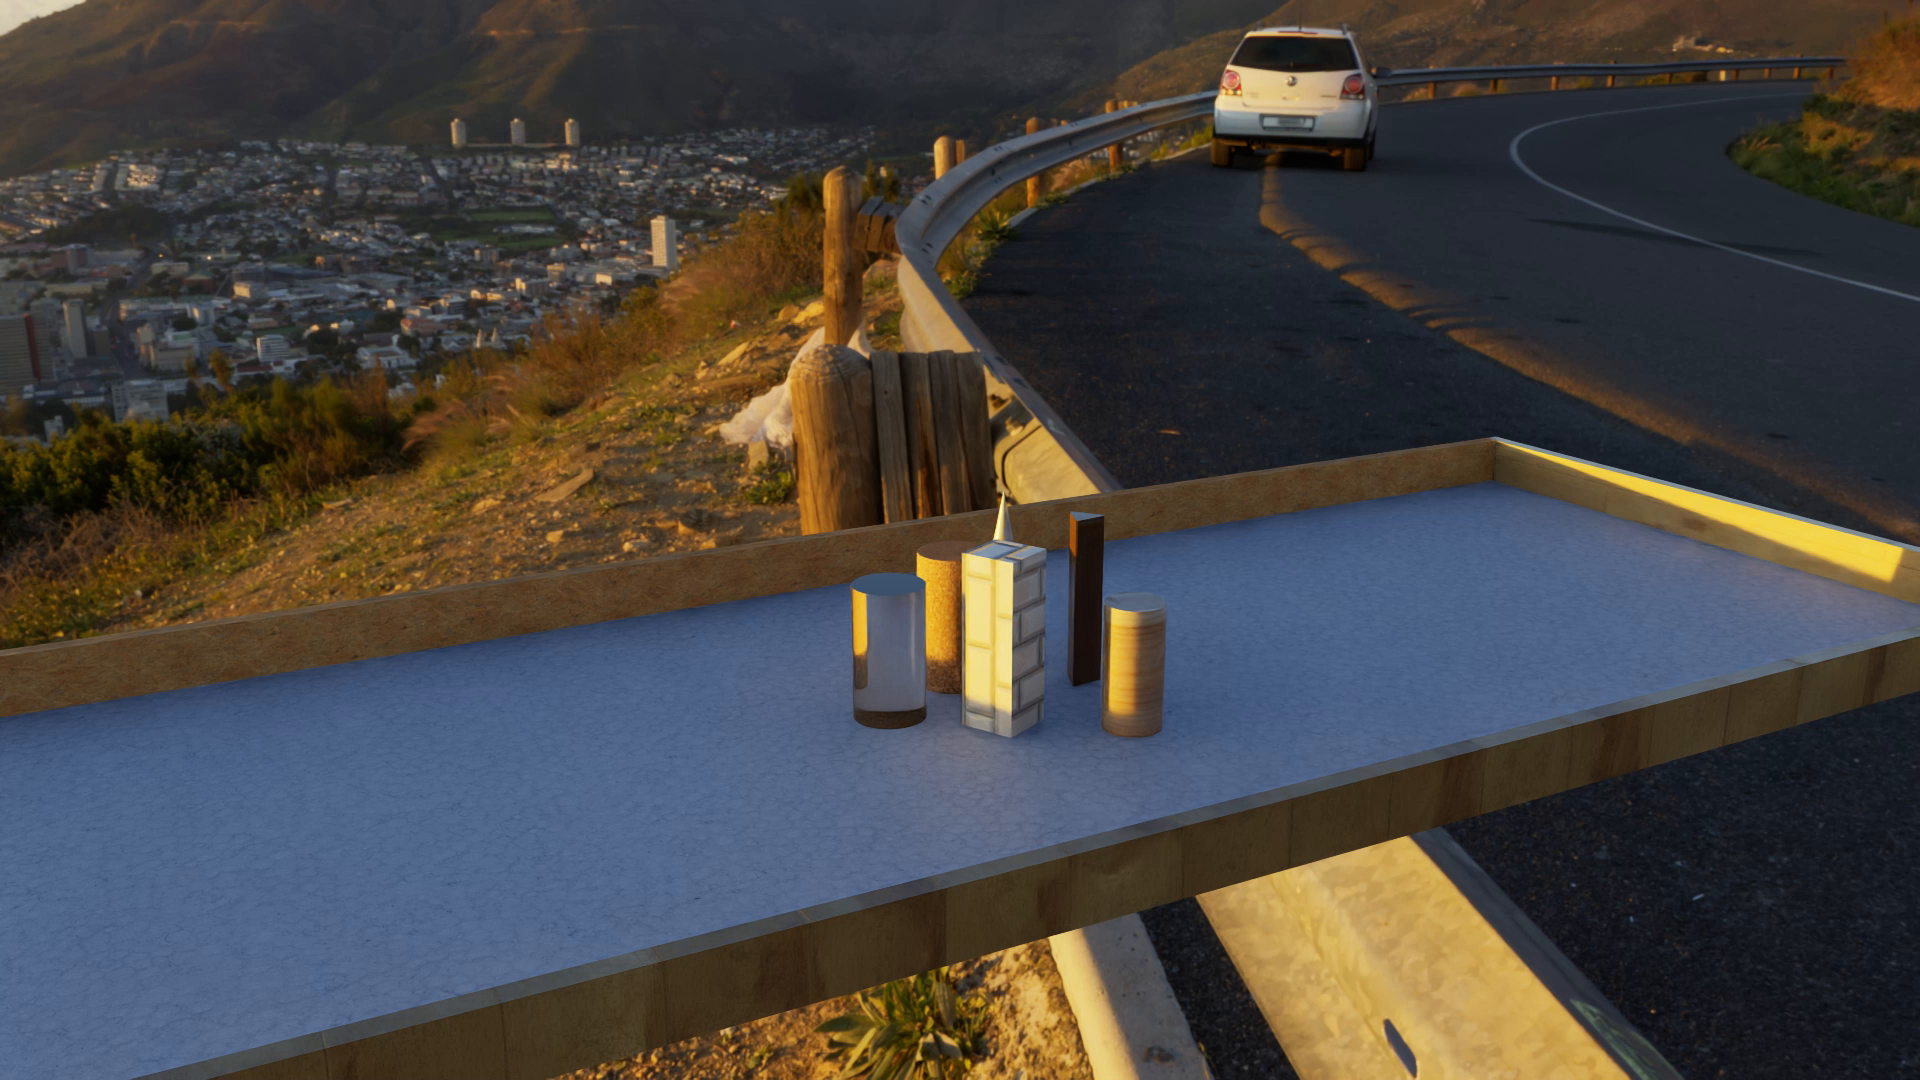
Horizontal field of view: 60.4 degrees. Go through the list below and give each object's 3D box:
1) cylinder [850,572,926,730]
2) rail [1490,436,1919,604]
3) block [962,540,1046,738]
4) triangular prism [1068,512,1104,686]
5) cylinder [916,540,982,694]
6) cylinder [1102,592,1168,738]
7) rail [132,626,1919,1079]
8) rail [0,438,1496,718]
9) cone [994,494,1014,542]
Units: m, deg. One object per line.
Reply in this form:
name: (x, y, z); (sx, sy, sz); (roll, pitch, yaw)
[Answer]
cylinder: (-0.167, 0.260, 3.888); (0.176, 0.328, 0.176); (0, 16, 0)
rail: (2.466, -0.048, 5.253); (0.050, 0.150, 2.100); (-9, 18, -27)
block: (0.102, 0.227, 3.835); (0.139, 0.421, 0.139); (11, 20, 34)
triangular prism: (0.296, 0.144, 4.107); (0.087, 0.428, 0.076); (-12, 20, -35)
cylinder: (-0.018, 0.191, 4.099); (0.175, 0.342, 0.175); (0, 16, 0)
cylinder: (0.403, 0.289, 3.828); (0.144, 0.307, 0.144); (0, 16, 0)
rail: (-2.336, 1.006, 1.665); (12.000, 0.150, 0.050); (-9, 18, -27)
rail: (-3.305, 0.497, 3.399); (12.000, 0.150, 0.050); (-9, 18, -27)
cone: (0.114, 0.073, 4.349); (0.168, 0.427, 0.168); (0, 16, 0)
